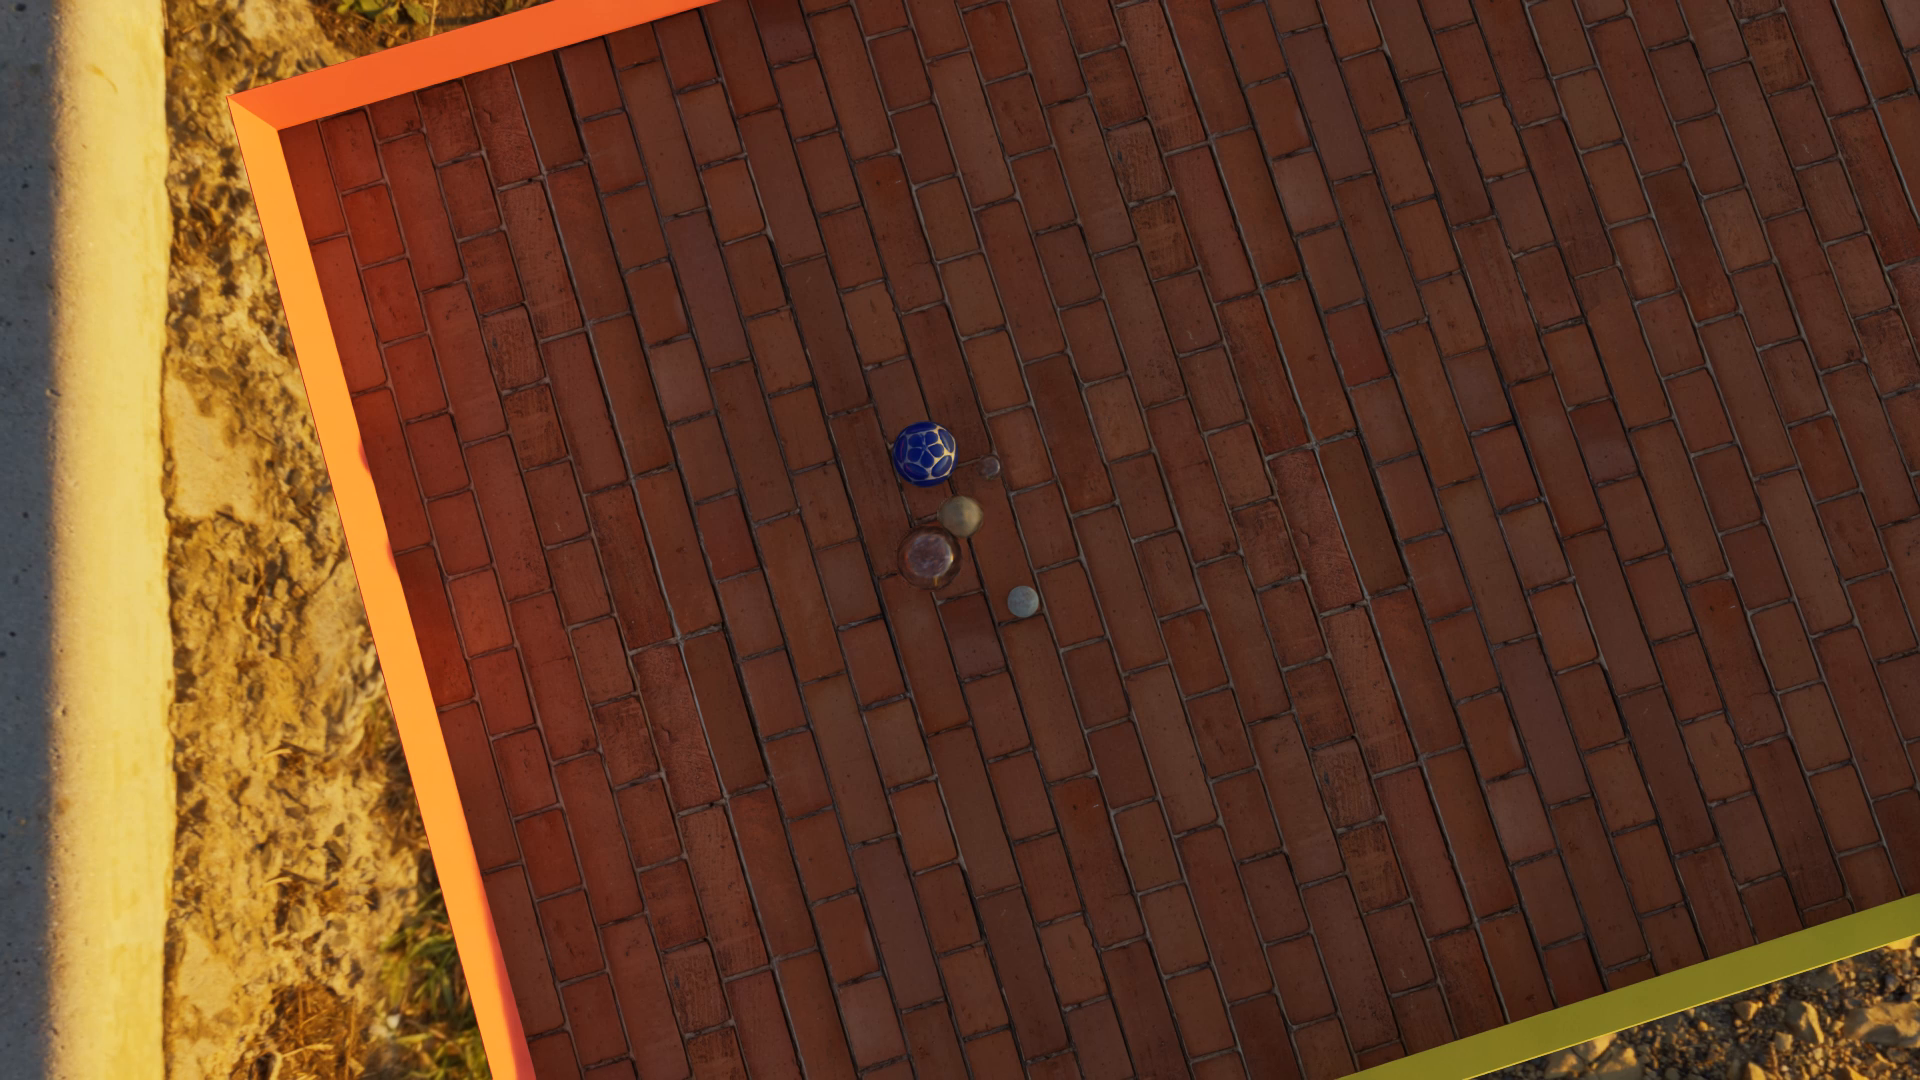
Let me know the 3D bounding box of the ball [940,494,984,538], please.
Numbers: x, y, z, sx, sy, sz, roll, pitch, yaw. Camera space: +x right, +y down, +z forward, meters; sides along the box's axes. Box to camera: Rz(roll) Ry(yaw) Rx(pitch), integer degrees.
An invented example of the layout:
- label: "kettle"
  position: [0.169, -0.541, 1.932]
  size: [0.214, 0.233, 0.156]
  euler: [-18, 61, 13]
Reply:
- label: "ball"
  position: [0.002, -0.035, 3.278]
  size: [0.065, 0.065, 0.065]
  euler: [0, 81, 0]

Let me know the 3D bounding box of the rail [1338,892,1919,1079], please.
- label: "rail"
  position: [1.087, 0.620, 3.146]
  size: [3.406, 0.129, 0.045]
  euler: [-17, 82, -3]

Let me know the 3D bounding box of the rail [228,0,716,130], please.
- label: "rail"
  position: [0.540, -1.127, 3.408]
  size: [3.406, 0.129, 0.045]
  euler: [-17, 82, -3]

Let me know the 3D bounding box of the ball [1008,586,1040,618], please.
- label: "ball"
  position: [0.094, 0.091, 3.267]
  size: [0.048, 0.048, 0.048]
  euler: [0, 81, 0]

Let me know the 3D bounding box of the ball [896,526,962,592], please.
- label: "ball"
  position: [-0.045, 0.027, 3.252]
  size: [0.097, 0.097, 0.097]
  euler: [0, 81, 0]

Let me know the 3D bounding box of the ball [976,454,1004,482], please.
- label: "ball"
  position: [0.045, -0.109, 3.301]
  size: [0.041, 0.041, 0.041]
  euler: [0, 81, 0]

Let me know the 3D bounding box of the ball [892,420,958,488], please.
- label: "ball"
  position: [-0.051, -0.128, 3.274]
  size: [0.099, 0.099, 0.099]
  euler: [0, 81, 0]

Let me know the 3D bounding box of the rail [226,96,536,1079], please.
- label: "rail"
  position: [-0.791, 0.238, 3.203]
  size: [0.045, 0.129, 1.897]
  euler: [-17, 82, -3]
